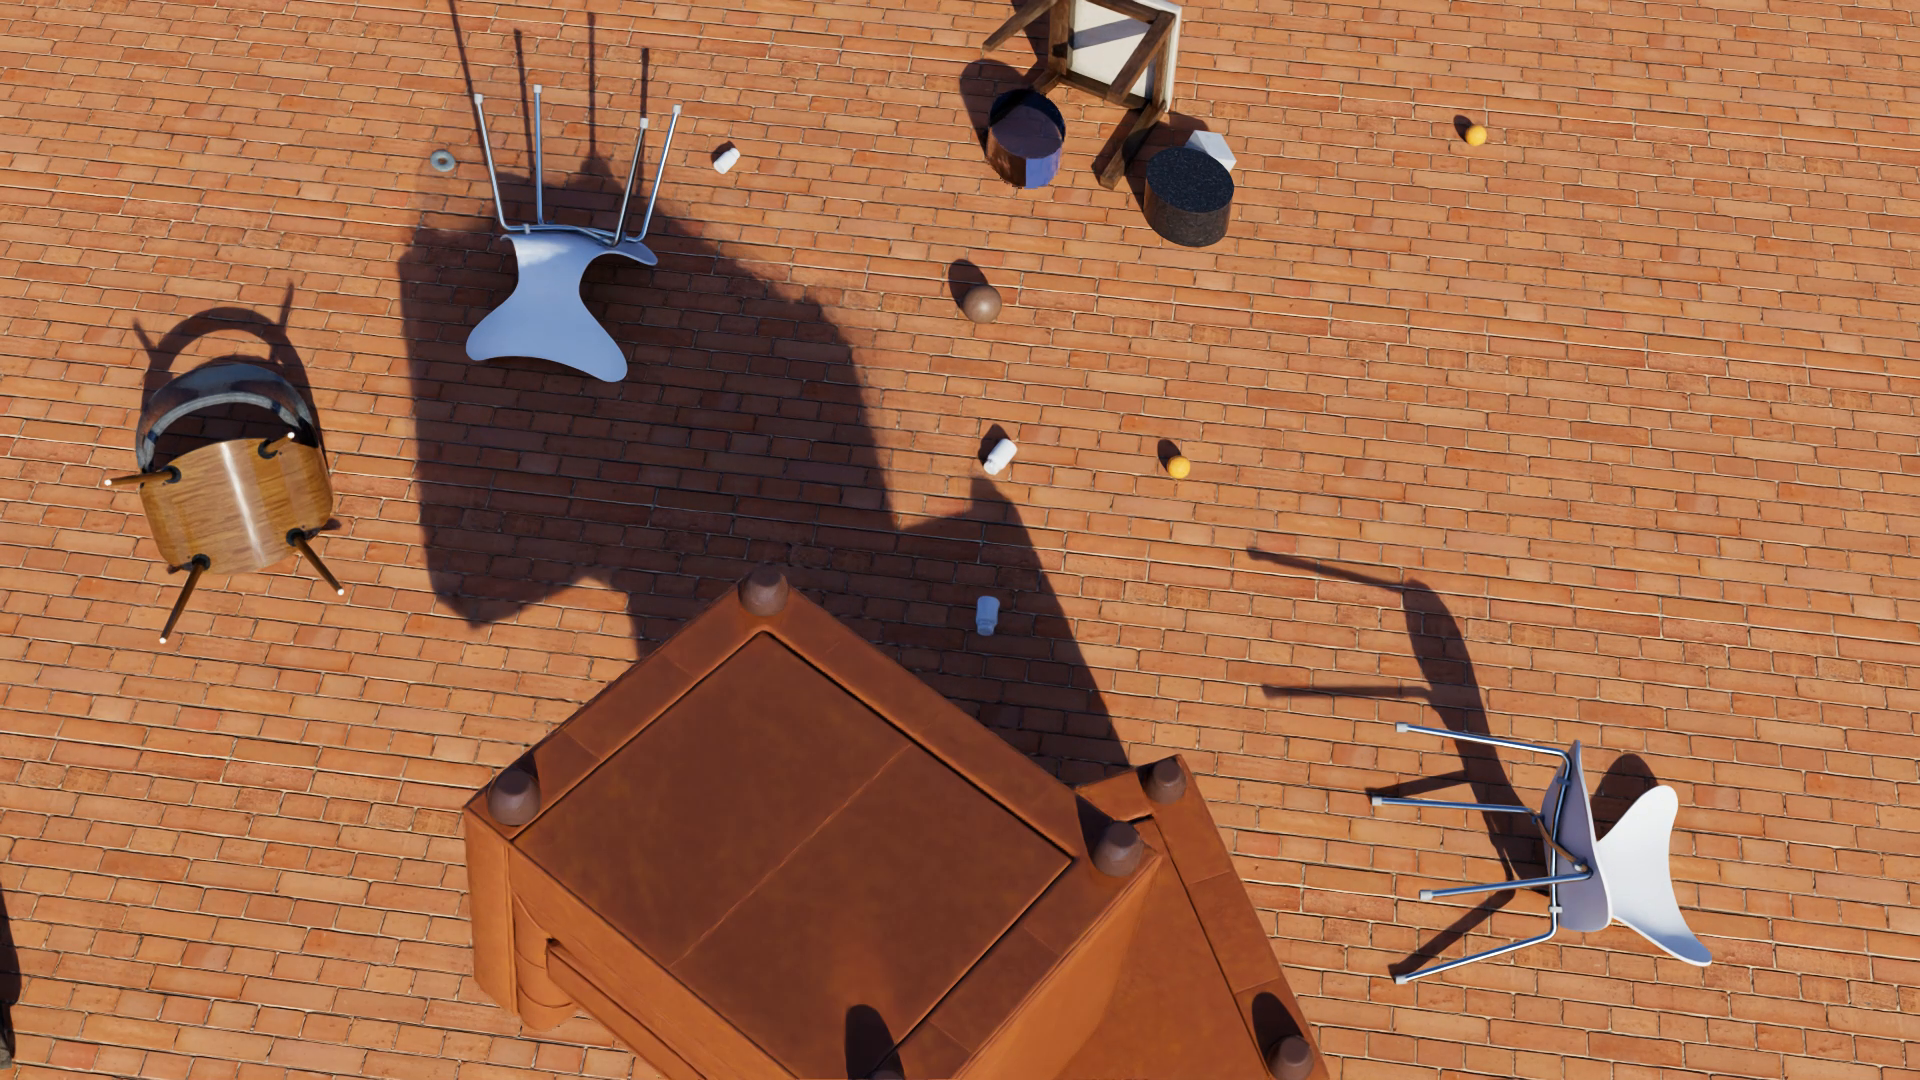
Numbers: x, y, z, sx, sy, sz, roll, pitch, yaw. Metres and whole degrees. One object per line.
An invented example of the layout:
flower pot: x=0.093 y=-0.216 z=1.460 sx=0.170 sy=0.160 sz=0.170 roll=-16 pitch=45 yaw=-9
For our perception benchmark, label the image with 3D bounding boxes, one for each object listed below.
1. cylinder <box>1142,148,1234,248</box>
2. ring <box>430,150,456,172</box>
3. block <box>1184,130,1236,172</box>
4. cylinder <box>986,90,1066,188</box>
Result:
cylinder: x=0.748 y=-1.126 z=7.228 sx=0.257 sy=0.168 sz=0.313 roll=-38 pitch=64 yaw=-22
ring: x=-1.746 y=-1.280 z=7.423 sx=0.078 sy=0.016 sz=0.103 roll=-32 pitch=61 yaw=-19
block: x=0.836 y=-1.290 z=7.364 sx=0.111 sy=0.084 sz=0.135 roll=0 pitch=51 yaw=-33
cylinder: x=0.219 y=-1.343 z=7.358 sx=0.244 sy=0.159 sz=0.294 roll=-19 pitch=65 yaw=-13
